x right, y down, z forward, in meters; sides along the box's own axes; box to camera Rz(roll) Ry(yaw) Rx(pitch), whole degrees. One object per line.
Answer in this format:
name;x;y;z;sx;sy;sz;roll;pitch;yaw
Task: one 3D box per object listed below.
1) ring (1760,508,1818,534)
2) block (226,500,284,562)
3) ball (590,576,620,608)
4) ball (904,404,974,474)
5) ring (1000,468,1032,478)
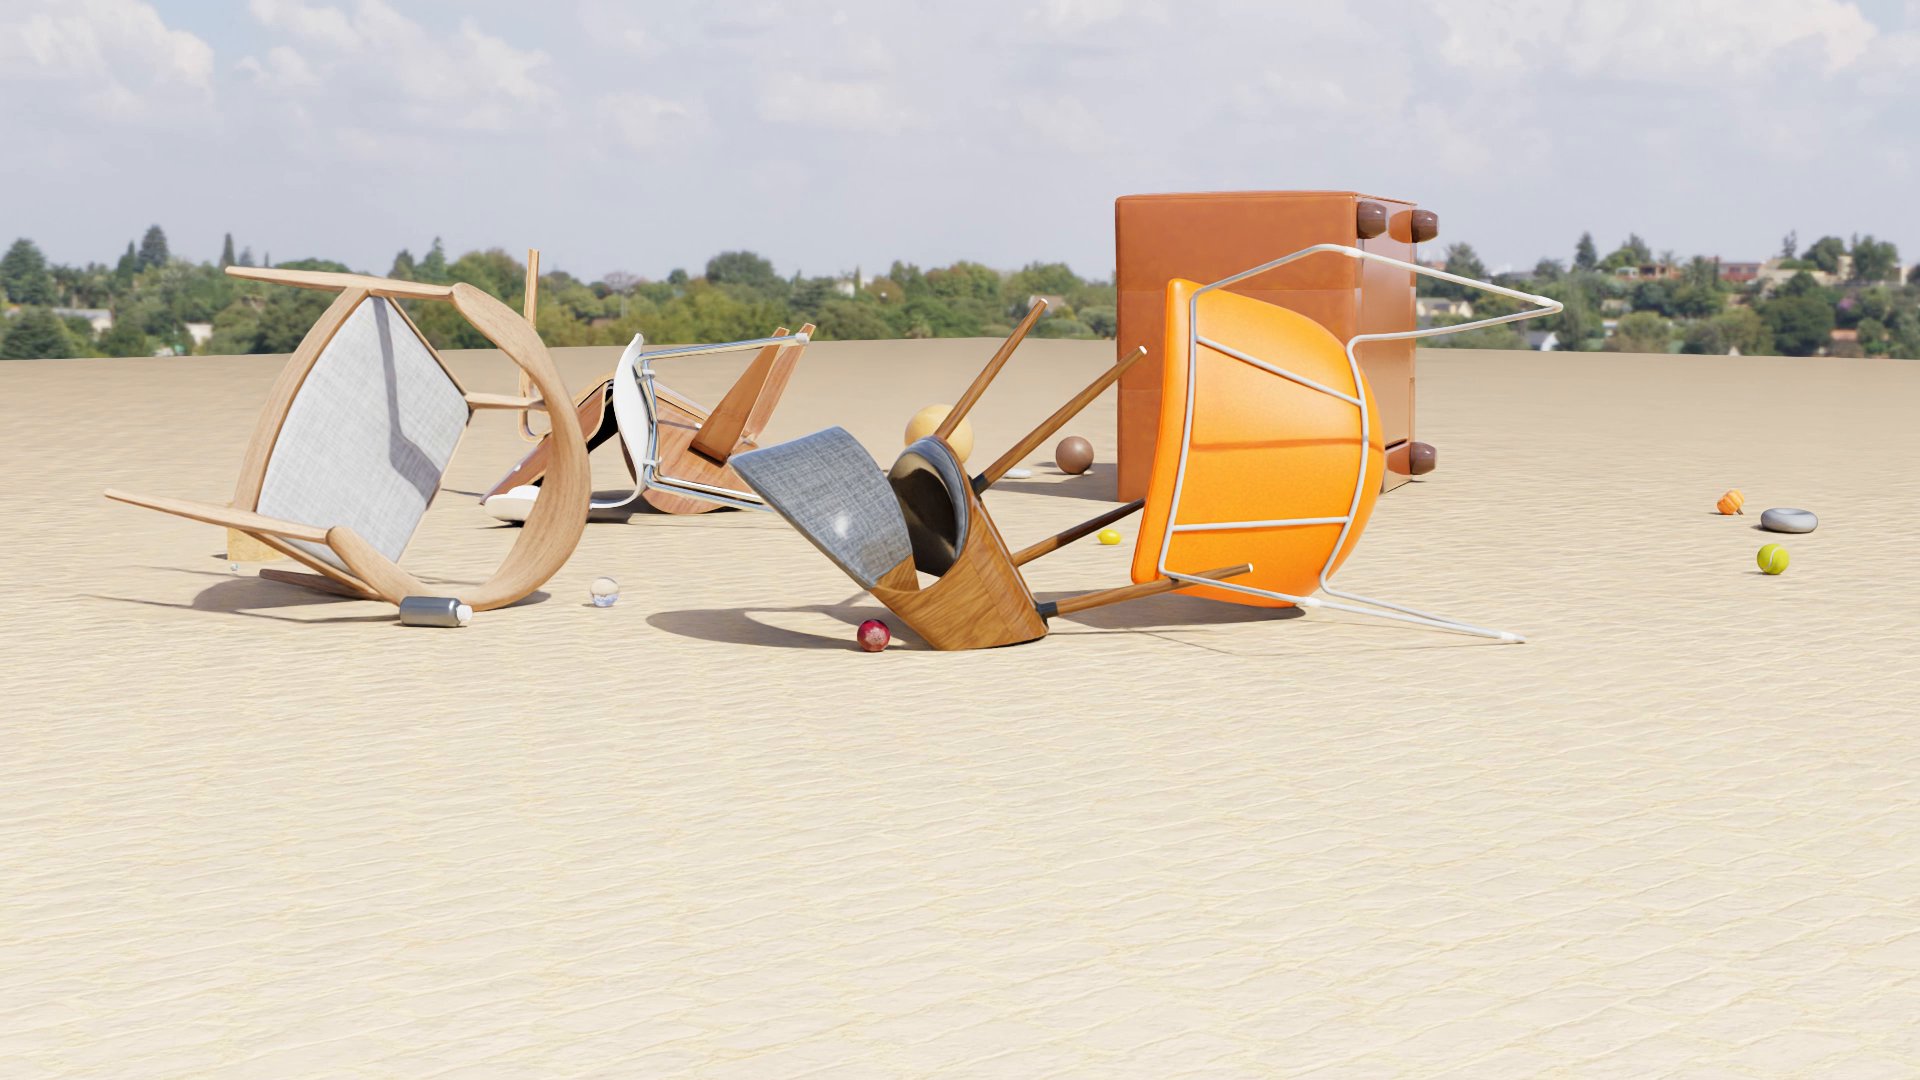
ring;2.156;-0.051;6.673;0.142;0.048;0.259;2;7;11
block;-1.641;-0.022;5.971;0.088;0.134;0.093;2;6;20
ball;-0.708;0.103;5.114;0.060;0.060;0.060;0;6;0
ball;-0.069;-0.337;8.543;0.234;0.234;0.234;0;6;0
ring;0.184;-0.216;8.387;0.102;0.026;0.137;0;5;-9
